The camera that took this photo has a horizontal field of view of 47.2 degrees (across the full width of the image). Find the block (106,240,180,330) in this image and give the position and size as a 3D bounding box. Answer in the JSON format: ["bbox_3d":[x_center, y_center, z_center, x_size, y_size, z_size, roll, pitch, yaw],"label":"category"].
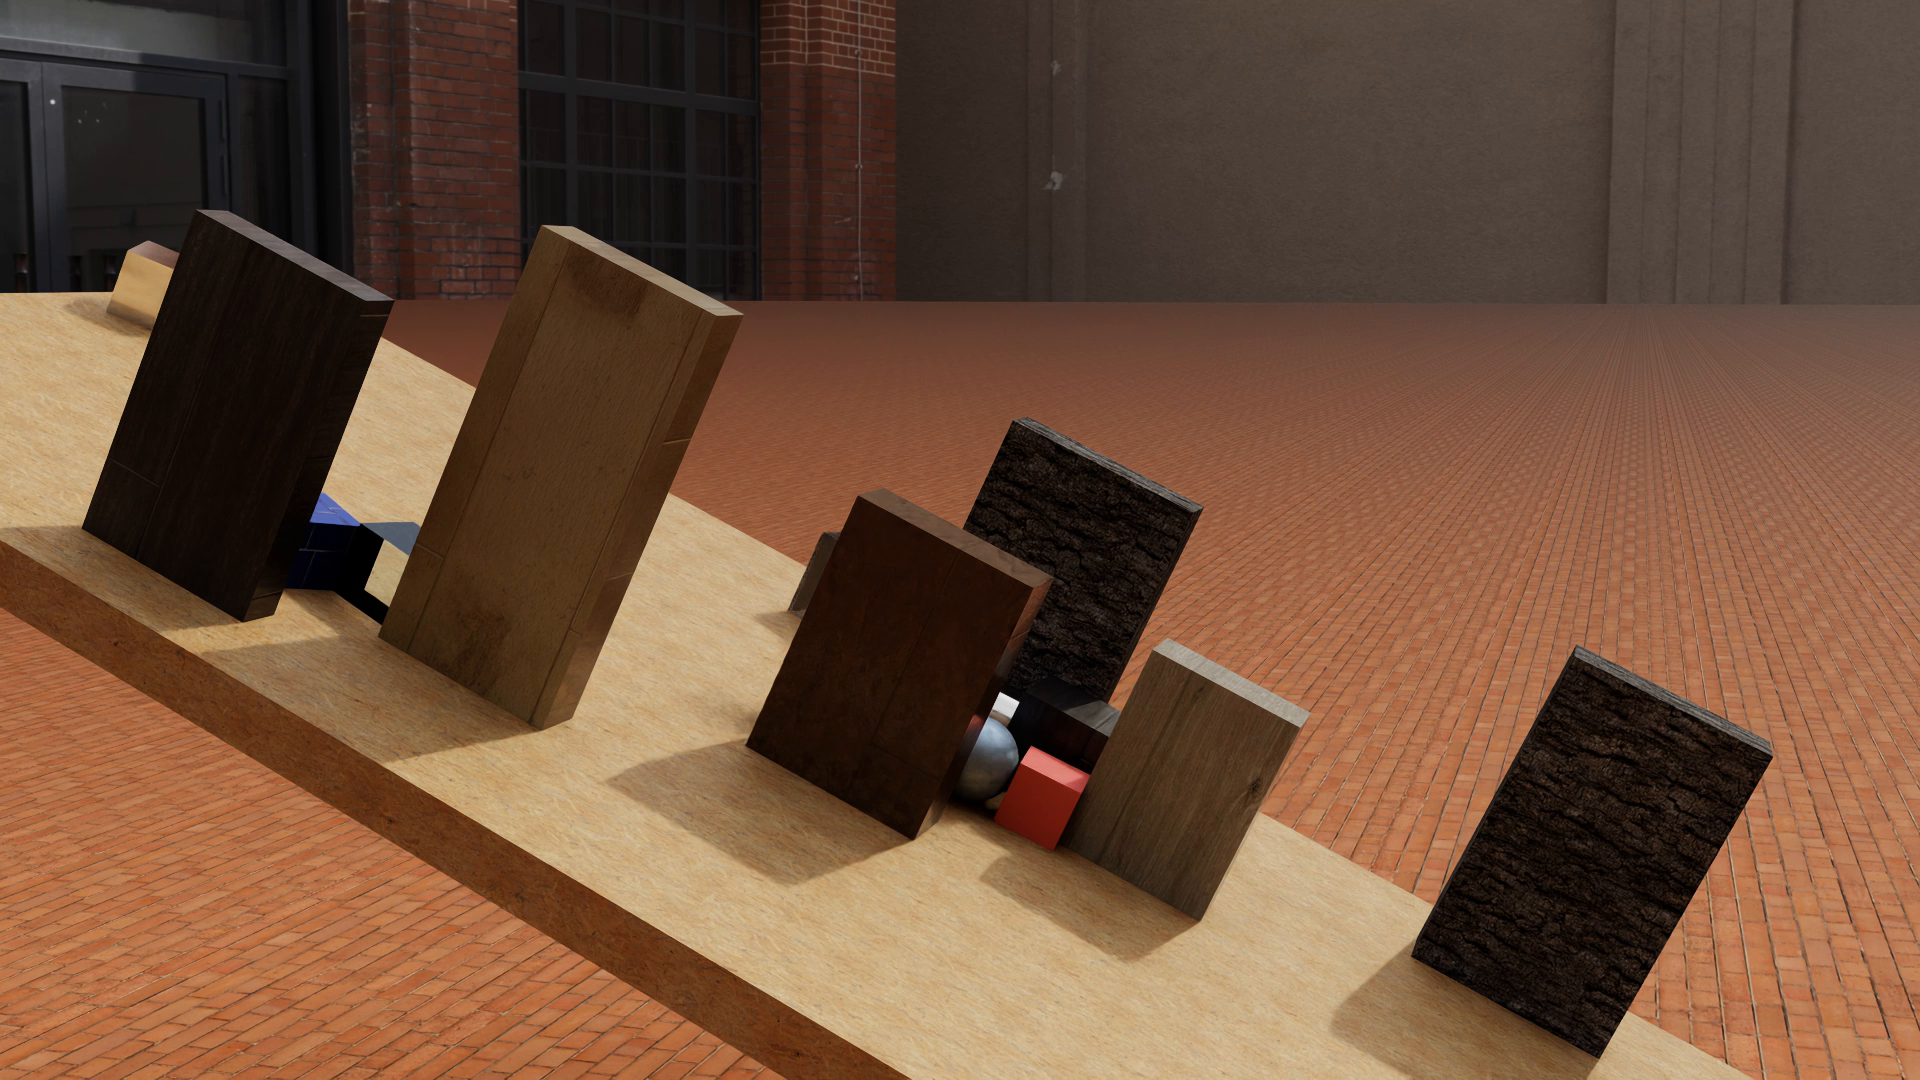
[{"bbox_3d":[-1.741,-0.545,4.785,0.146,0.146,0.146,23,14,-9],"label":"block"}]

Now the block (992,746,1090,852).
[{"bbox_3d":[0.157,0.494,4.215,0.128,0.128,0.128,26,14,6],"label":"block"}]

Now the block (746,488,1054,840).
[{"bbox_3d":[-0.110,0.220,3.958,0.355,0.512,0.142,28,14,12],"label":"block"}]

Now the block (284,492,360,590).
[{"bbox_3d":[-1.141,-0.001,3.812,0.128,0.128,0.128,34,16,33],"label":"block"}]

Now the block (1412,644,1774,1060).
[{"bbox_3d":[1.264,0.625,4.428,0.415,0.704,0.148,28,14,12],"label":"block"}]

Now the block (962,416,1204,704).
[{"bbox_3d":[0.175,0.123,4.566,0.416,0.633,0.115,28,14,12],"label":"block"}]

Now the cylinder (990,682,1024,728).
[{"bbox_3d":[0.023,0.349,4.430,0.175,0.175,0.175,27,13,11],"label":"cylinder"}]

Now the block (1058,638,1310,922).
[{"bbox_3d":[0.427,0.455,4.199,0.309,0.425,0.141,28,14,12],"label":"block"}]

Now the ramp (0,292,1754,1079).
[{"bbox_3d":[-0.260,0.442,4.168,4.000,0.100,2.000,28,14,12],"label":"ramp"}]

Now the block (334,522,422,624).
[{"bbox_3d":[-0.979,0.060,3.849,0.135,0.135,0.135,31,15,23],"label":"block"}]

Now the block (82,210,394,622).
[{"bbox_3d":[-1.172,-0.200,3.557,0.334,0.572,0.085,28,14,12],"label":"block"}]

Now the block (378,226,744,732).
[{"bbox_3d":[-0.670,-0.102,3.658,0.337,0.762,0.112,28,14,12],"label":"block"}]

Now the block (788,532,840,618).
[{"bbox_3d":[-0.216,0.113,4.859,0.195,0.195,0.195,31,15,26],"label":"block"}]

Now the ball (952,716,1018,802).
[{"bbox_3d":[0.030,0.417,4.204,0.165,0.165,0.165,0,7,0],"label":"ball"}]

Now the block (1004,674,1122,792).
[{"bbox_3d":[0.203,0.421,4.414,0.202,0.202,0.202,28,14,13],"label":"block"}]
